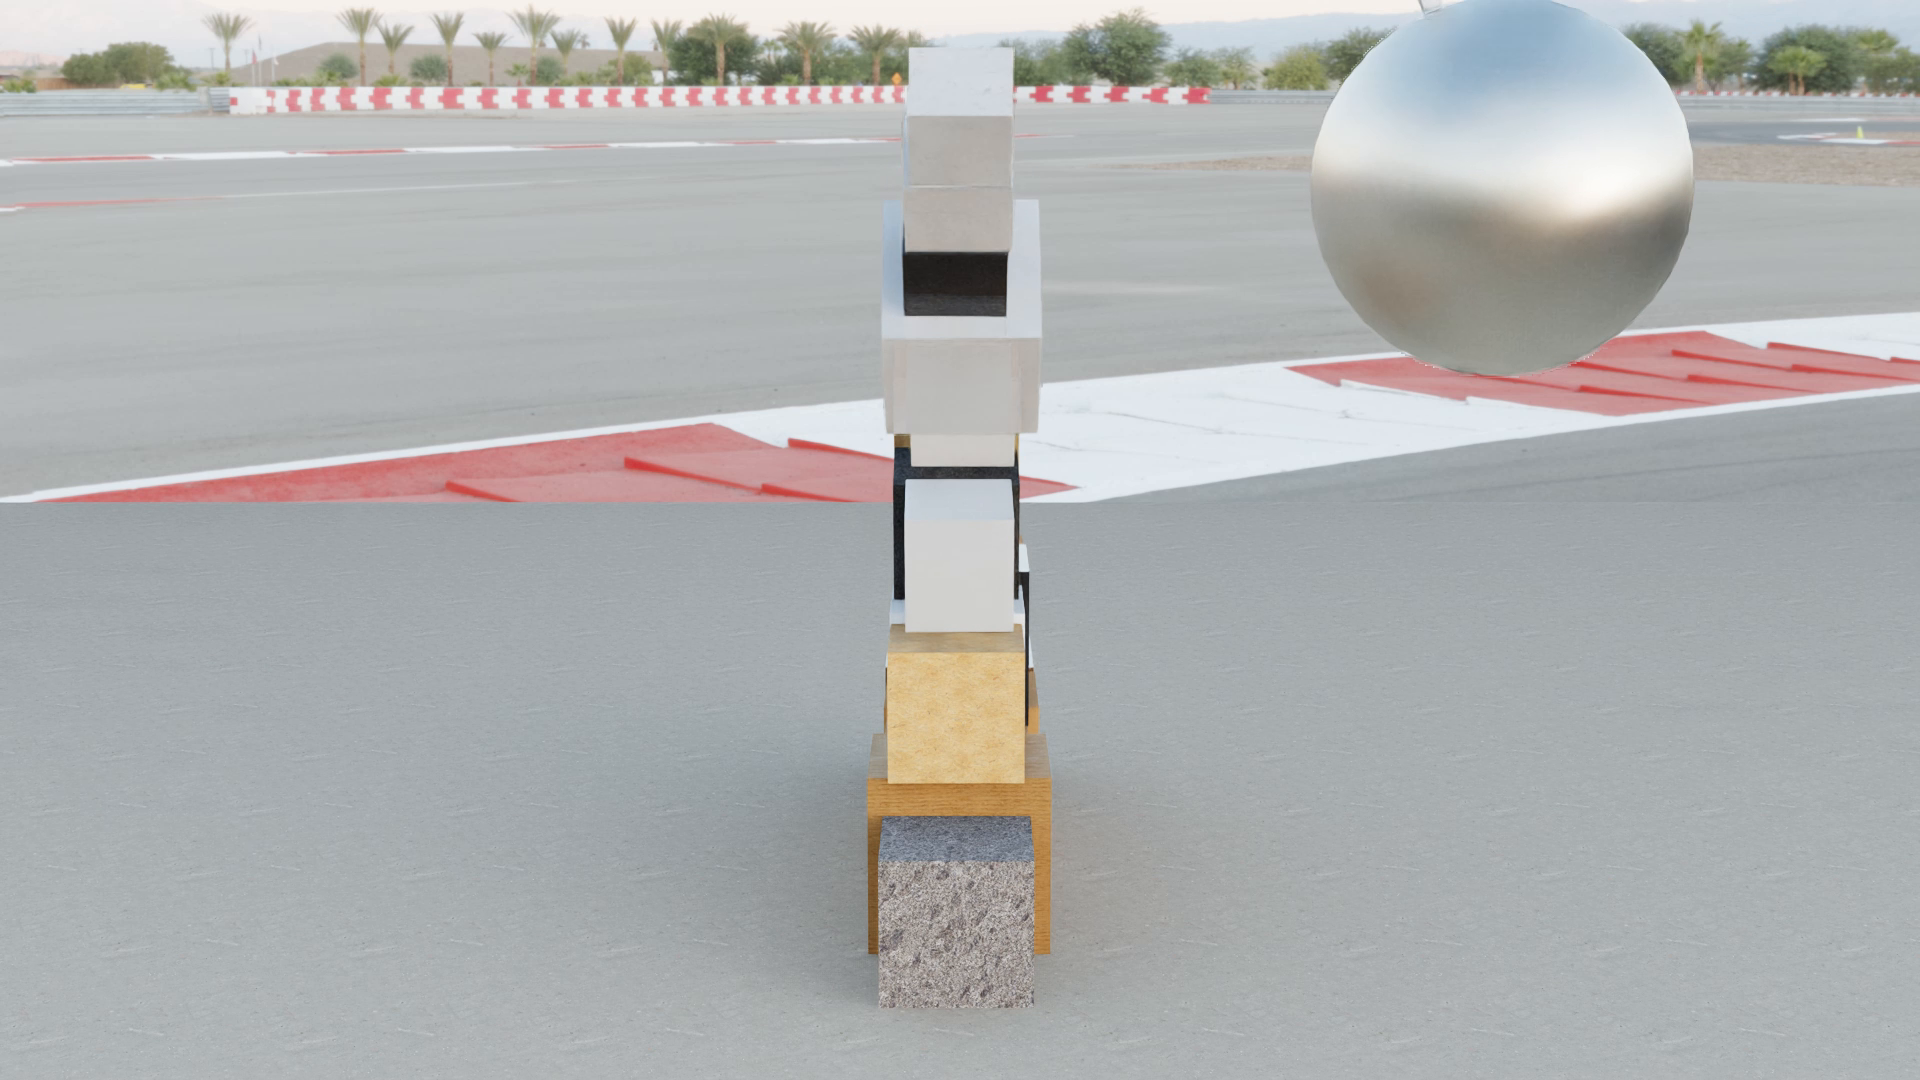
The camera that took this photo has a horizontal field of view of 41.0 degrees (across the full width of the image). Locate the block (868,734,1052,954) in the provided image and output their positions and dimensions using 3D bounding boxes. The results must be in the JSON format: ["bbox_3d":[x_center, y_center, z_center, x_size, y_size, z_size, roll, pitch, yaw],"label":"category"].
[{"bbox_3d":[-0.003,1.249,10.647,0.735,0.734,0.705,0,10,0],"label":"block"}]

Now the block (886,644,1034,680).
[{"bbox_3d":[-0.003,0.891,12.736,0.713,0.691,0.678,0,10,0],"label":"block"}]

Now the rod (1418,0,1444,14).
[{"bbox_3d":[0.994,-4.589,10.346,0.080,5.200,0.080,-22,10,4],"label":"rod"}]

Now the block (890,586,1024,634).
[{"bbox_3d":[-0.011,0.531,10.951,0.560,0.569,0.606,0,10,0],"label":"block"}]

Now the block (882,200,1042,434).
[{"bbox_3d":[0.007,-0.896,10.349,0.619,0.670,0.676,0,-30,0],"label":"block"}]

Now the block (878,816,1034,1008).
[{"bbox_3d":[-0.013,1.442,10.009,0.590,0.581,0.600,0,10,0],"label":"block"}]

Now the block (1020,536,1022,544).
[{"bbox_3d":[0.008,0.339,12.138,0.580,0.619,0.567,0,12,0],"label":"block"}]

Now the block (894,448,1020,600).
[{"bbox_3d":[-0.017,-0.075,11.019,0.529,0.517,0.484,0,21,0],"label":"block"}]

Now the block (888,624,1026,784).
[{"bbox_3d":[-0.015,0.655,10.381,0.541,0.530,0.541,0,10,0],"label":"block"}]

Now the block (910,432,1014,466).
[{"bbox_3d":[0.012,-0.618,10.837,0.436,0.445,0.448,0,-30,0],"label":"block"}]

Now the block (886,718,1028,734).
[{"bbox_3d":[-0.015,1.175,11.351,0.633,0.627,0.687,0,10,0],"label":"block"}]

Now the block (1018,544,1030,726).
[{"bbox_3d":[0.008,0.421,11.551,0.588,0.698,0.605,0,11,0],"label":"block"}]

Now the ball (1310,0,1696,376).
[{"bbox_3d":[2.295,-1.498,10.908,1.600,1.600,1.600,0,10,0],"label":"ball"}]

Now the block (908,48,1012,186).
[{"bbox_3d":[0.001,-1.512,9.189,0.368,0.313,0.387,0,-31,0],"label":"block"}]

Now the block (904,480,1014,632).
[{"bbox_3d":[-0.004,0.061,10.556,0.439,0.488,0.467,0,22,0],"label":"block"}]

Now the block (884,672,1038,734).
[{"bbox_3d":[0.006,1.026,12.045,0.704,0.671,0.712,0,10,0],"label":"block"}]

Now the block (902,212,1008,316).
[{"bbox_3d":[-0.017,-1.159,9.882,0.397,0.447,0.395,0,-30,0],"label":"block"}]

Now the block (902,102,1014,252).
[{"bbox_3d":[-0.005,-1.347,9.540,0.402,0.397,0.384,0,-30,0],"label":"block"}]

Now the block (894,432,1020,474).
[{"bbox_3d":[-0.015,-0.262,11.609,0.550,0.619,0.641,0,11,0],"label":"block"}]
